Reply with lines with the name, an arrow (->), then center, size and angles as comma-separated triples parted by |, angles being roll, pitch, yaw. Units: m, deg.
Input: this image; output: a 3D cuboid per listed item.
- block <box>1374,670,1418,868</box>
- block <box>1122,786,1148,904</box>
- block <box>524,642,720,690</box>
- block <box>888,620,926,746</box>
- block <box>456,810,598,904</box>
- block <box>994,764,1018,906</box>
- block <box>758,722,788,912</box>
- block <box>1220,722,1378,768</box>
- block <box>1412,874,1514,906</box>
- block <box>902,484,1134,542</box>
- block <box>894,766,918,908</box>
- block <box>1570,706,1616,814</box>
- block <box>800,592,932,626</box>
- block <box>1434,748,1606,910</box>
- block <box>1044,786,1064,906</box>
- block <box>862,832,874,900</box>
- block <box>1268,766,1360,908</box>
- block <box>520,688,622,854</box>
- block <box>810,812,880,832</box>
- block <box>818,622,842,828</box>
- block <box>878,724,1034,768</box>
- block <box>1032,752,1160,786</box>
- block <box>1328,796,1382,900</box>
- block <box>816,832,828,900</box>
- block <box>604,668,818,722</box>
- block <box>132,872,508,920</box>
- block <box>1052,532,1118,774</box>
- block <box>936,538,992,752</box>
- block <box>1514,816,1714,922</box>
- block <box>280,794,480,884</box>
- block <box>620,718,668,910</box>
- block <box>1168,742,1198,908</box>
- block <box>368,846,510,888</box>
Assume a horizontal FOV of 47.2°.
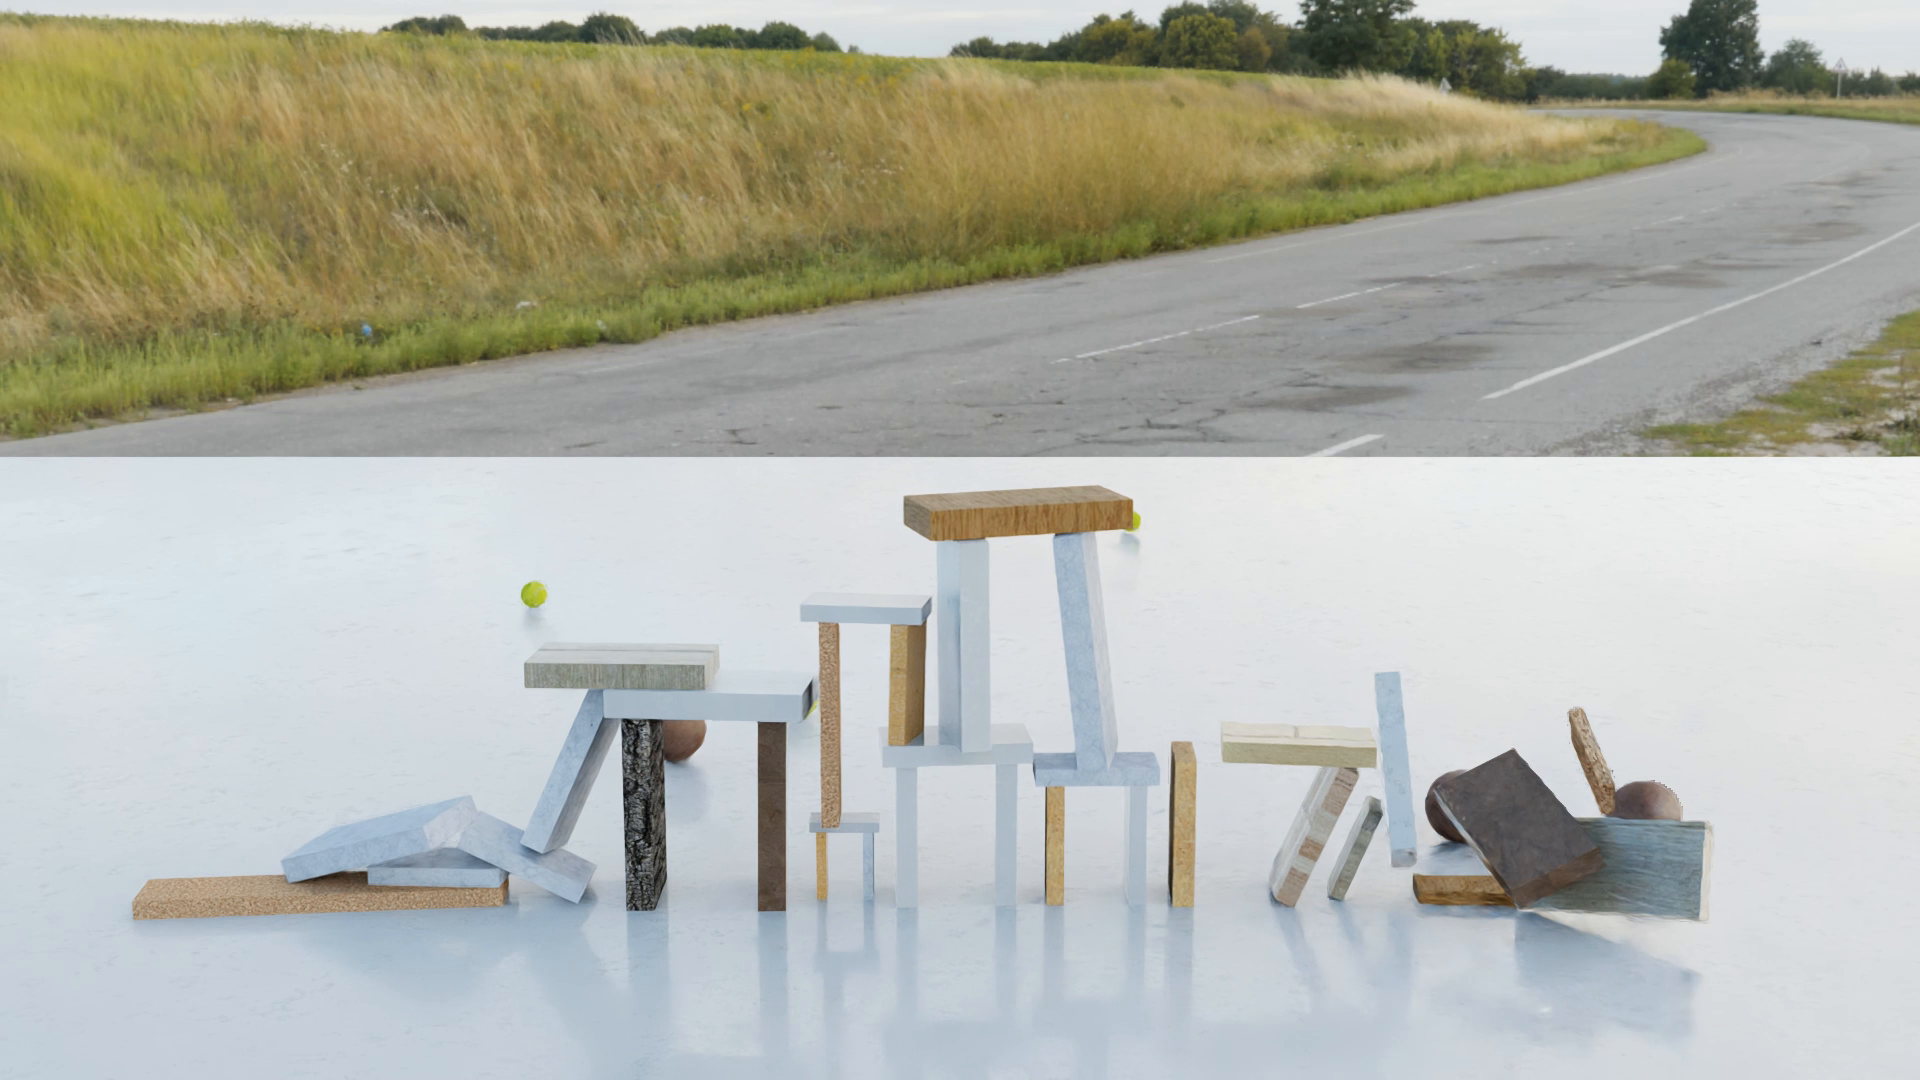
block -> 0.724, 0.383, 3.663 | 0.042, 0.298, 0.149 | -5, -20, 8
block -> 0.290, 0.491, 3.647 | 0.029, 0.203, 0.101 | 0, 10, -1
block -> -0.552, 0.206, 3.608 | 0.293, 0.042, 0.147 | 0, 11, 3
block -> -0.085, 0.225, 3.567 | 0.028, 0.198, 0.099 | 5, 12, 17
block -> -0.719, 0.527, 3.662 | 0.219, 0.031, 0.109 | 26, 11, -4
block -> 0.076, 0.470, 3.645 | 0.035, 0.244, 0.122 | 0, 11, 0
block -> -0.308, 0.432, 3.636 | 0.046, 0.322, 0.161 | 0, 10, -3
block -> 0.555, 0.337, 3.618 | 0.247, 0.035, 0.123 | 2, 11, 5
block -> 0.839, 0.582, 3.651 | 0.163, 0.023, 0.081 | 1, 11, 5
block -> 0.093, -0.045, 3.569 | 0.338, 0.048, 0.169 | -3, 10, -16
block -> -0.090, 0.472, 3.638 | 0.035, 0.244, 0.122 | -1, 11, -4
block -> 1.048, 0.365, 3.646 | 0.023, 0.081, 0.163 | -14, 44, 5
block -> -0.151, 0.111, 3.561 | 0.198, 0.028, 0.099 | 1, 11, 9
block -> 0.885, 0.455, 3.497 | 0.149, 0.042, 0.298 | -27, 28, 0
block -> 0.157, 0.491, 3.645 | 0.029, 0.203, 0.101 | 0, 10, 0
block -> -0.152, 0.533, 3.660 | 0.016, 0.115, 0.058 | 0, 11, 0
block -> 0.583, 0.473, 3.641 | 0.035, 0.247, 0.123 | 24, 10, -2
block -> -0.637, 0.375, 3.679 | 0.042, 0.293, 0.147 | 24, 0, 6
block -> -0.191, 0.468, 3.648 | 0.115, 0.016, 0.058 | 0, 11, 0
block -> -0.213, 0.292, 3.609 | 0.028, 0.345, 0.099 | 0, 11, 0
block -> -0.009, 0.336, 3.605 | 0.244, 0.035, 0.122 | -1, 11, -5
block -> 0.223, 0.377, 3.624 | 0.203, 0.029, 0.101 | 0, 10, -1
block -> 0.657, 0.511, 3.655 | 0.023, 0.163, 0.081 | 23, 13, 3
block -> -0.229, 0.533, 3.660 | 0.016, 0.115, 0.058 | 0, 11, 0
block -> -0.404, 0.252, 3.598 | 0.322, 0.046, 0.161 | 1, 11, 6
block -> -1.048, 0.582, 3.628 | 0.587, 0.031, 0.109 | -1, 11, -6
block -> 0.206, 0.171, 3.593 | 0.048, 0.386, 0.169 | -5, 9, 11
block -> 0.005, 0.156, 3.551 | 0.048, 0.338, 0.169 | -3, 11, -13
block -> 1.041, 0.521, 3.507 | 0.298, 0.149, 0.042 | -3, -18, 36
block -> -0.958, 0.494, 3.635 | 0.293, 0.042, 0.147 | -15, 8, 22
block -> -0.522, 0.432, 3.637 | 0.046, 0.322, 0.161 | 0, 11, 0
block -> 0.368, 0.469, 3.643 | 0.035, 0.247, 0.123 | 1, 11, 2
block -> -0.861, 0.544, 3.663 | 0.219, 0.031, 0.109 | 1, 11, 4
